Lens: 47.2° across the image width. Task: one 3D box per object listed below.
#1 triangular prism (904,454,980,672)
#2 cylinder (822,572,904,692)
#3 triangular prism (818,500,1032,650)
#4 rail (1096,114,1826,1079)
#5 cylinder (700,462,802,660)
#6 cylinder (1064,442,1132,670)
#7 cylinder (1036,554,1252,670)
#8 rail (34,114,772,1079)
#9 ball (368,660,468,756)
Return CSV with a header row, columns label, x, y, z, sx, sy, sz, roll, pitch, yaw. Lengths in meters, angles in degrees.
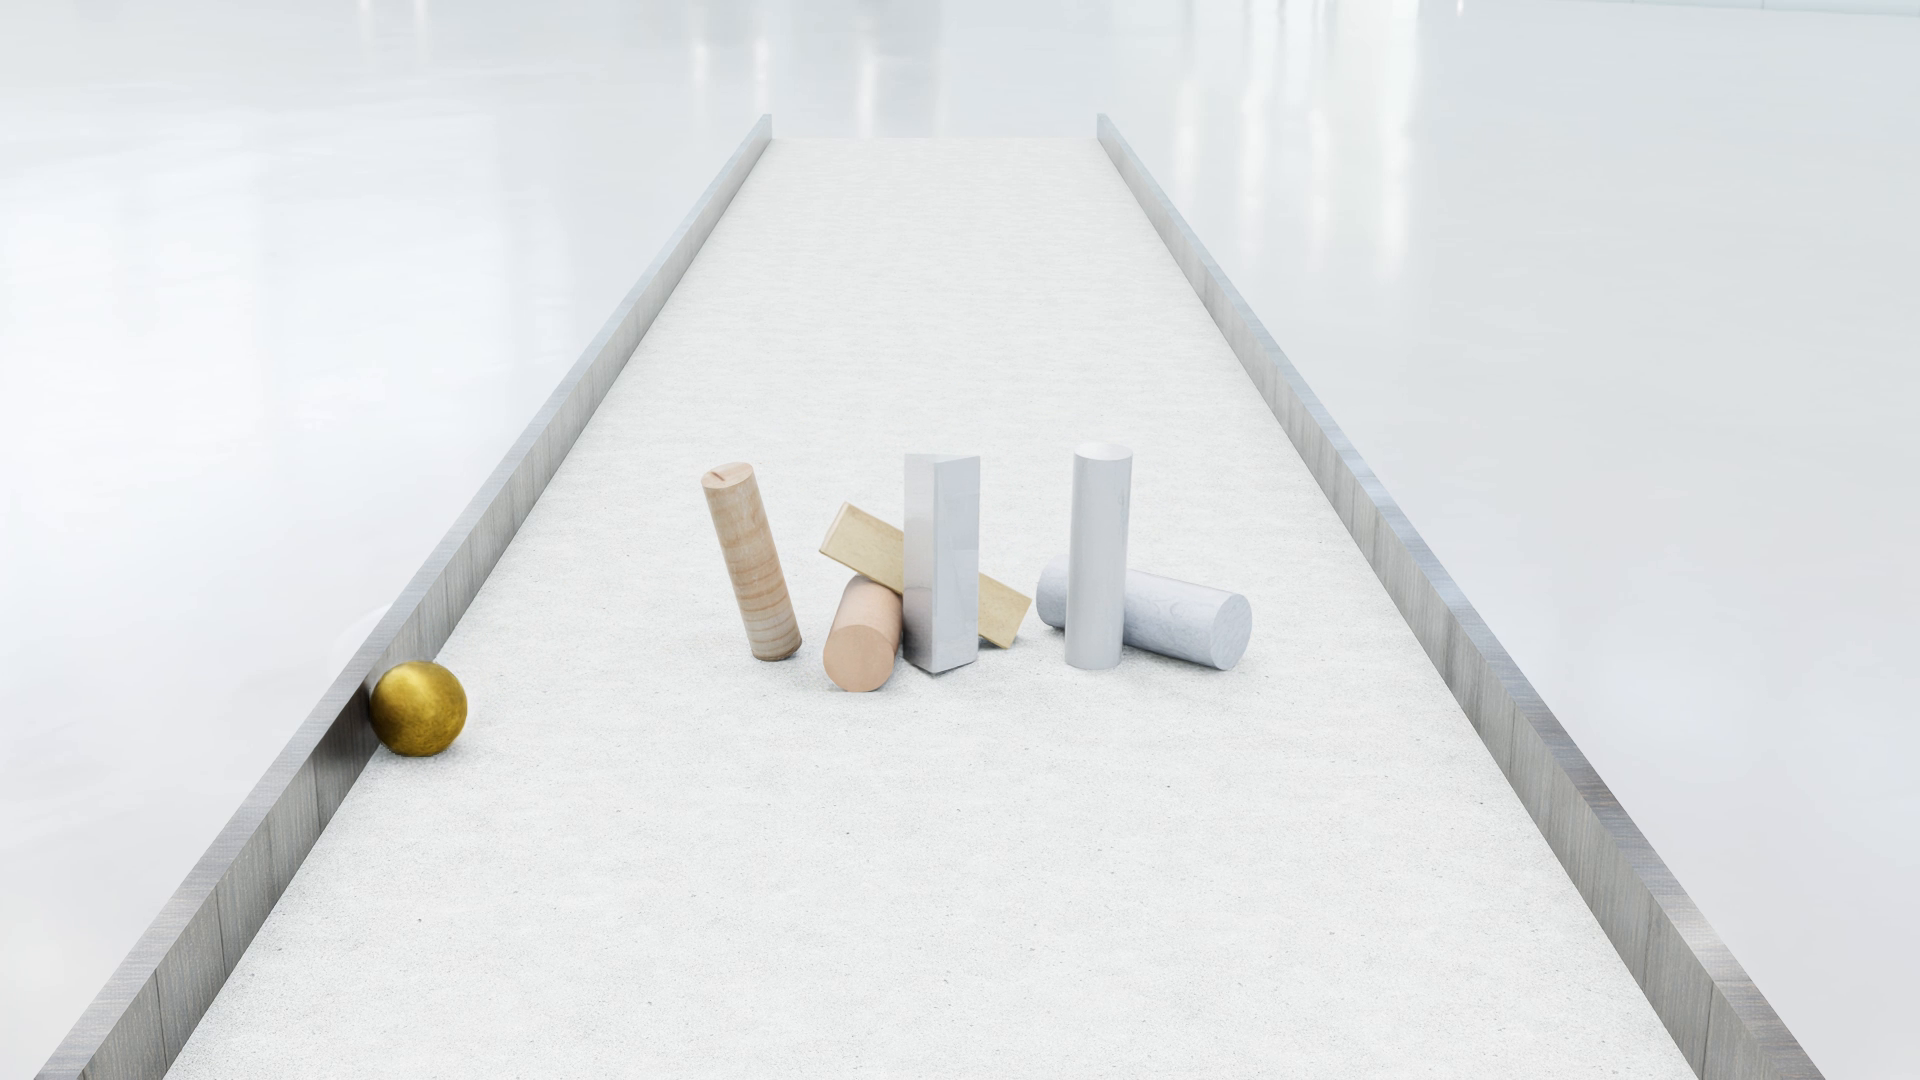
label,x,y,z,sx,sy,sz,roll,pitch,yaw
triangular prism,-0.058,0.039,4.359,0.128,0.413,0.148,7,11,34
cylinder,-0.185,0.177,4.390,0.138,0.138,0.359,1,17,3
triangular prism,-0.066,0.063,4.491,0.434,0.102,0.117,28,16,-5
rail,0.932,-0.844,7.801,0.050,0.150,12.000,0,17,-1
cylinder,-0.411,0.045,4.354,0.105,0.398,0.105,-10,28,6
cylinder,0.272,0.033,4.341,0.116,0.436,0.116,1,19,-1
cylinder,0.371,0.143,4.476,0.428,0.154,0.154,13,21,37
rail,-1.118,-0.838,7.780,0.050,0.150,12.000,0,17,-1
ball,-0.965,0.300,3.919,0.171,0.171,0.171,0,17,0
